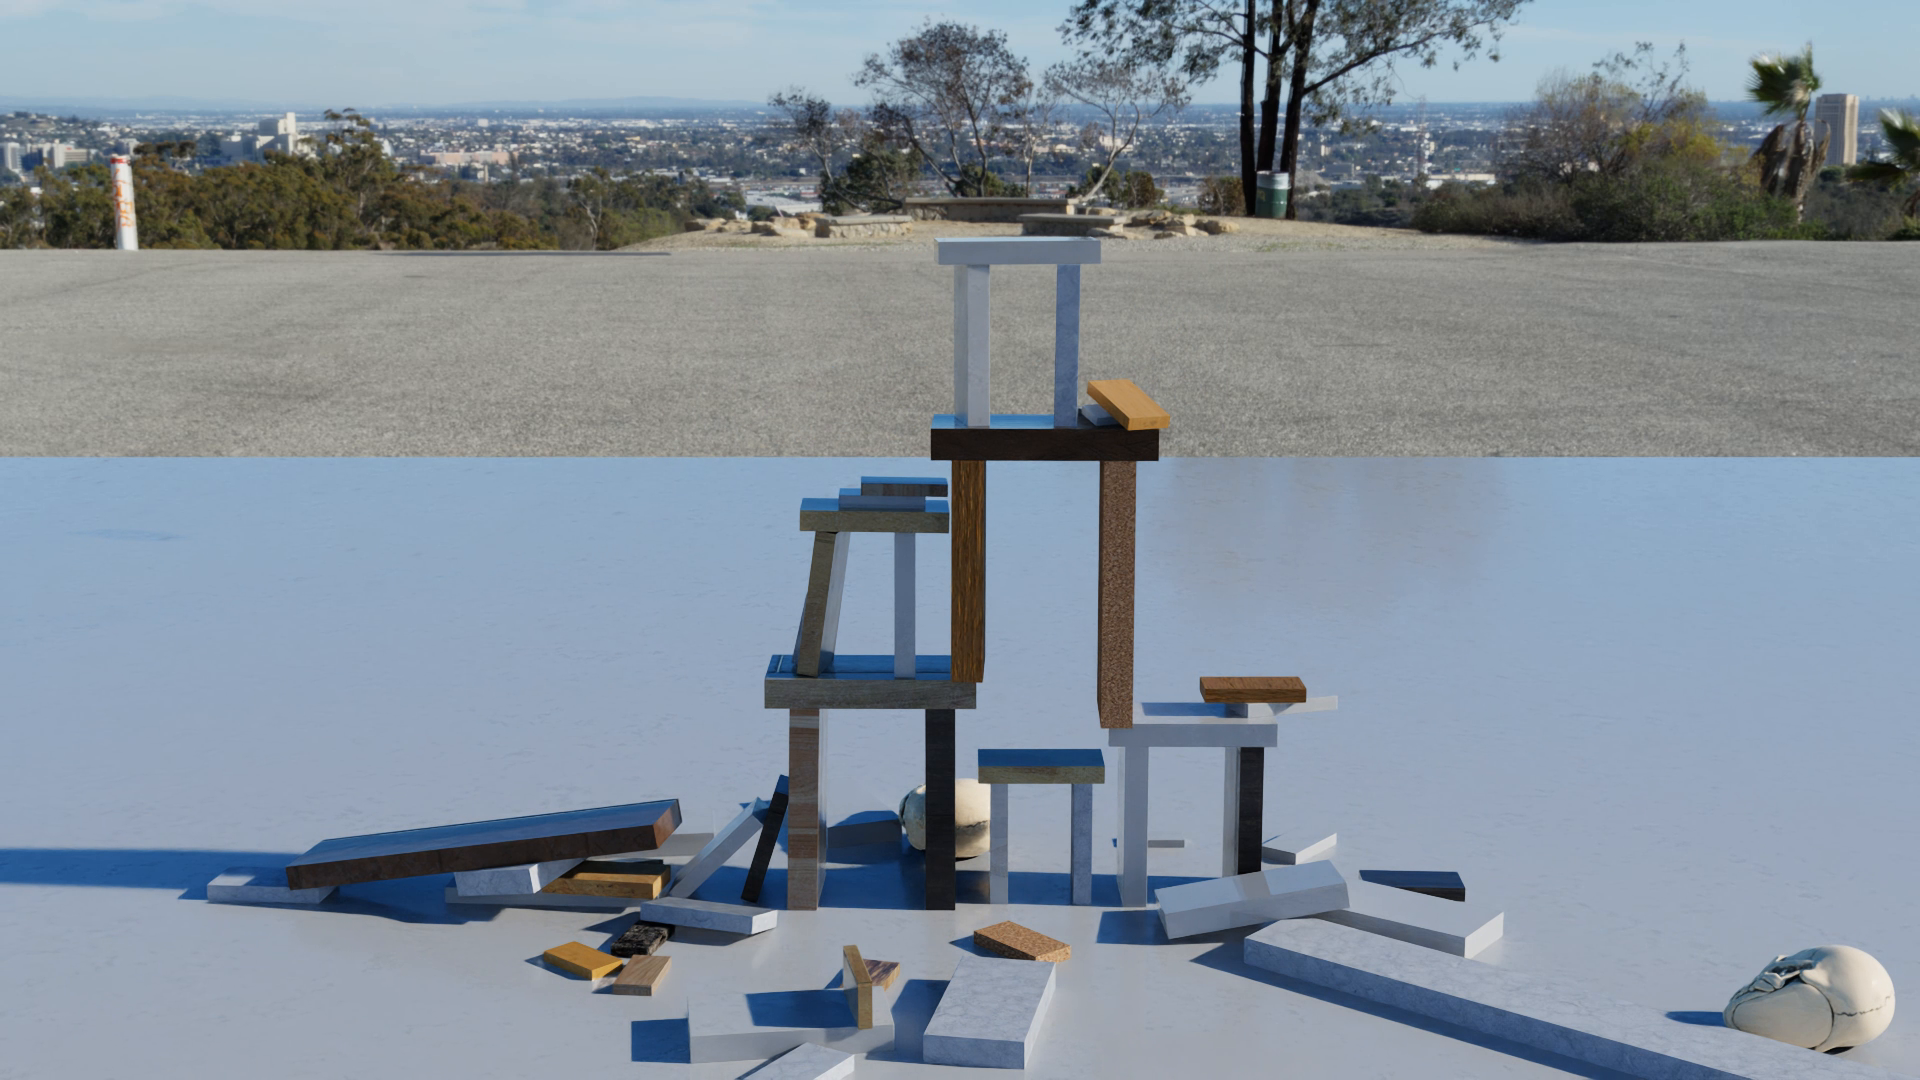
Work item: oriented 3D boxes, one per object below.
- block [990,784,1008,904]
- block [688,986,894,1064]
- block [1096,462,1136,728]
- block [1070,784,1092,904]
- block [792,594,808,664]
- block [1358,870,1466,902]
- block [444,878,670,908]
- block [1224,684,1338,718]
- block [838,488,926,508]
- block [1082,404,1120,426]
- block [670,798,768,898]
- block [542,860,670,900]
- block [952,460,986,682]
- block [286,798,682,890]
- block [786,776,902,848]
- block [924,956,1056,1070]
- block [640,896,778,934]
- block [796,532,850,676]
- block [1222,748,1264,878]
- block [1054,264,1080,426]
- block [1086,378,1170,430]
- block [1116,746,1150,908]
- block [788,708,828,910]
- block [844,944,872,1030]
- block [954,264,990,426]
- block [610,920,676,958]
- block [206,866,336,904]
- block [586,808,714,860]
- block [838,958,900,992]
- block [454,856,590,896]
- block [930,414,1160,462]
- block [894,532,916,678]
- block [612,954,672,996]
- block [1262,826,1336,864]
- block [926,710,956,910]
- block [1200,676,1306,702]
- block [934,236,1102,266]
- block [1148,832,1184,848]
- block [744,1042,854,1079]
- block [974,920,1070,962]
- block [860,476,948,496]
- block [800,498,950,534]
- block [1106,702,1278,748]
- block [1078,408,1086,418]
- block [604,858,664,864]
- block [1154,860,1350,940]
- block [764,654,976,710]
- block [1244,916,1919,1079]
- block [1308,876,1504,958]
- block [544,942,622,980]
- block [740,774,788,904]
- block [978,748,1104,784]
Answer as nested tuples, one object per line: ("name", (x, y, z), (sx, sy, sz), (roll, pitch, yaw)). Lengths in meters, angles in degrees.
("block", (0.064, 0.489, 3.650), (0.029, 0.206, 0.103), (0, 11, 0))
("block", (-0.239, 0.678, 3.084), (0.280, 0.040, 0.140), (-2, 11, -8))
("block", (0.253, 0.073, 3.565), (0.050, 0.432, 0.178), (0, 11, 1))
("block", (0.201, 0.489, 3.650), (0.029, 0.206, 0.103), (0, 11, 0))
("block", (-0.251, 0.142, 3.627), (0.017, 0.119, 0.059), (15, 13, 7))
("block", (0.754, 0.577, 3.673), (0.165, 0.023, 0.082), (1, 11, 3))
("block", (-0.668, 0.578, 3.658), (0.355, 0.027, 0.095), (1, 11, 4))
("block", (0.531, 0.267, 3.641), (0.165, 0.023, 0.082), (-4, 11, -20))
("block", (-0.125, -0.067, 3.545), (0.139, 0.020, 0.069), (1, 11, -2))
("block", (0.247, -0.201, 3.485), (0.098, 0.014, 0.049), (-7, 30, -27))
("block", (-0.399, 0.514, 3.653), (0.194, 0.027, 0.097), (-44, 7, 8))
("block", (-0.582, 0.558, 3.622), (0.189, 0.027, 0.095), (2, 11, 10))
("block", (0.015, 0.036, 3.558), (0.050, 0.356, 0.178), (1, 11, 2))
("block", (-0.781, 0.500, 3.614), (0.633, 0.041, 0.144), (-8, 9, 10))
("block", (-0.221, 0.500, 4.047), (0.140, 0.040, 0.280), (-4, 11, -21))
("block", (0.046, 0.669, 3.133), (0.140, 0.040, 0.296), (2, 11, 10))
("block", (-0.399, 0.597, 3.500), (0.194, 0.027, 0.097), (4, -2, 19))
("block", (-0.219, 0.092, 3.569), (0.034, 0.237, 0.118), (10, 12, 8))
("block", (0.469, 0.455, 3.651), (0.039, 0.273, 0.136), (-1, 11, -3))
("block", (0.170, -0.314, 3.494), (0.036, 0.253, 0.126), (1, 11, 2))
("block", (0.266, -0.215, 3.479), (0.072, 0.021, 0.145), (-5, 29, -24))
("block", (0.286, 0.456, 3.646), (0.039, 0.273, 0.136), (0, 11, -1))
("block", (-0.251, 0.422, 3.641), (0.048, 0.339, 0.170), (2, 11, 1))
("block", (-0.143, 0.624, 3.076), (0.020, 0.069, 0.139), (-2, 11, -11))
("block", (0.018, -0.314, 3.497), (0.036, 0.253, 0.126), (-2, 11, -9))
("block", (-0.495, 0.624, 3.440), (0.059, 0.017, 0.119), (3, 11, 13))
("block", (-1.146, 0.575, 3.674), (0.189, 0.027, 0.094), (1, 11, 4))
("block", (-0.583, 0.524, 3.915), (0.287, 0.041, 0.144), (-1, 11, -7))
("block", (-0.134, 0.655, 3.273), (0.058, 0.017, 0.117), (3, 11, 15))
("block", (-0.697, 0.521, 3.658), (0.144, 0.041, 0.287), (-6, 9, 22))
("block", (0.134, -0.165, 3.522), (0.356, 0.050, 0.178), (0, 11, 1))
("block", (-0.089, 0.094, 3.571), (0.034, 0.237, 0.118), (0, 11, -1))
("block", (-0.475, 0.651, 3.293), (0.058, 0.017, 0.117), (1, 11, 7))
("block", (0.598, 0.539, 3.888), (0.072, 0.021, 0.145), (8, 13, 37))
("block", (-0.032, 0.422, 3.642), (0.048, 0.339, 0.170), (0, 11, 0))
("block", (0.482, 0.246, 3.622), (0.165, 0.023, 0.082), (0, 11, 0))
("block", (0.089, -0.457, 3.471), (0.253, 0.036, 0.126), (-1, 11, -4))
("block", (0.349, 0.535, 3.927), (0.098, 0.014, 0.049), (0, 11, 0))
("block", (-0.290, 0.736, 2.819), (0.080, 0.023, 0.426), (6, 12, 31))
("block", (0.096, 0.628, 3.411), (0.072, 0.021, 0.145), (-9, 14, -39))
("block", (-0.090, -0.086, 3.542), (0.139, 0.020, 0.069), (1, 11, -3))
("block", (-0.137, -0.040, 3.540), (0.237, 0.034, 0.118), (1, 11, -2))
("block", (0.377, 0.303, 3.616), (0.273, 0.039, 0.136), (0, 11, 1))
("block", (0.232, -0.202, 3.547), (0.049, 0.014, 0.098), (-5, 12, -24))
("block", (-0.561, 0.553, 3.734), (0.059, 0.017, 0.119), (-1, -5, 25))
("block", (0.462, 0.571, 3.501), (0.288, 0.041, 0.144), (-10, 6, 0))
("block", (-0.144, 0.232, 3.605), (0.339, 0.048, 0.170), (0, 11, -1))
("block", (0.874, 0.678, 3.081), (1.037, 0.041, 0.144), (9, 14, 40))
("block", (0.699, 0.601, 3.499), (0.288, 0.041, 0.144), (8, 13, 36))
("block", (-0.574, 0.641, 3.350), (0.117, 0.017, 0.059), (9, 14, 41))
("block", (-0.318, 0.495, 3.651), (0.027, 0.194, 0.097), (18, 10, -2))
("block", (0.133, 0.373, 3.628), (0.206, 0.029, 0.103), (0, 11, 0))
